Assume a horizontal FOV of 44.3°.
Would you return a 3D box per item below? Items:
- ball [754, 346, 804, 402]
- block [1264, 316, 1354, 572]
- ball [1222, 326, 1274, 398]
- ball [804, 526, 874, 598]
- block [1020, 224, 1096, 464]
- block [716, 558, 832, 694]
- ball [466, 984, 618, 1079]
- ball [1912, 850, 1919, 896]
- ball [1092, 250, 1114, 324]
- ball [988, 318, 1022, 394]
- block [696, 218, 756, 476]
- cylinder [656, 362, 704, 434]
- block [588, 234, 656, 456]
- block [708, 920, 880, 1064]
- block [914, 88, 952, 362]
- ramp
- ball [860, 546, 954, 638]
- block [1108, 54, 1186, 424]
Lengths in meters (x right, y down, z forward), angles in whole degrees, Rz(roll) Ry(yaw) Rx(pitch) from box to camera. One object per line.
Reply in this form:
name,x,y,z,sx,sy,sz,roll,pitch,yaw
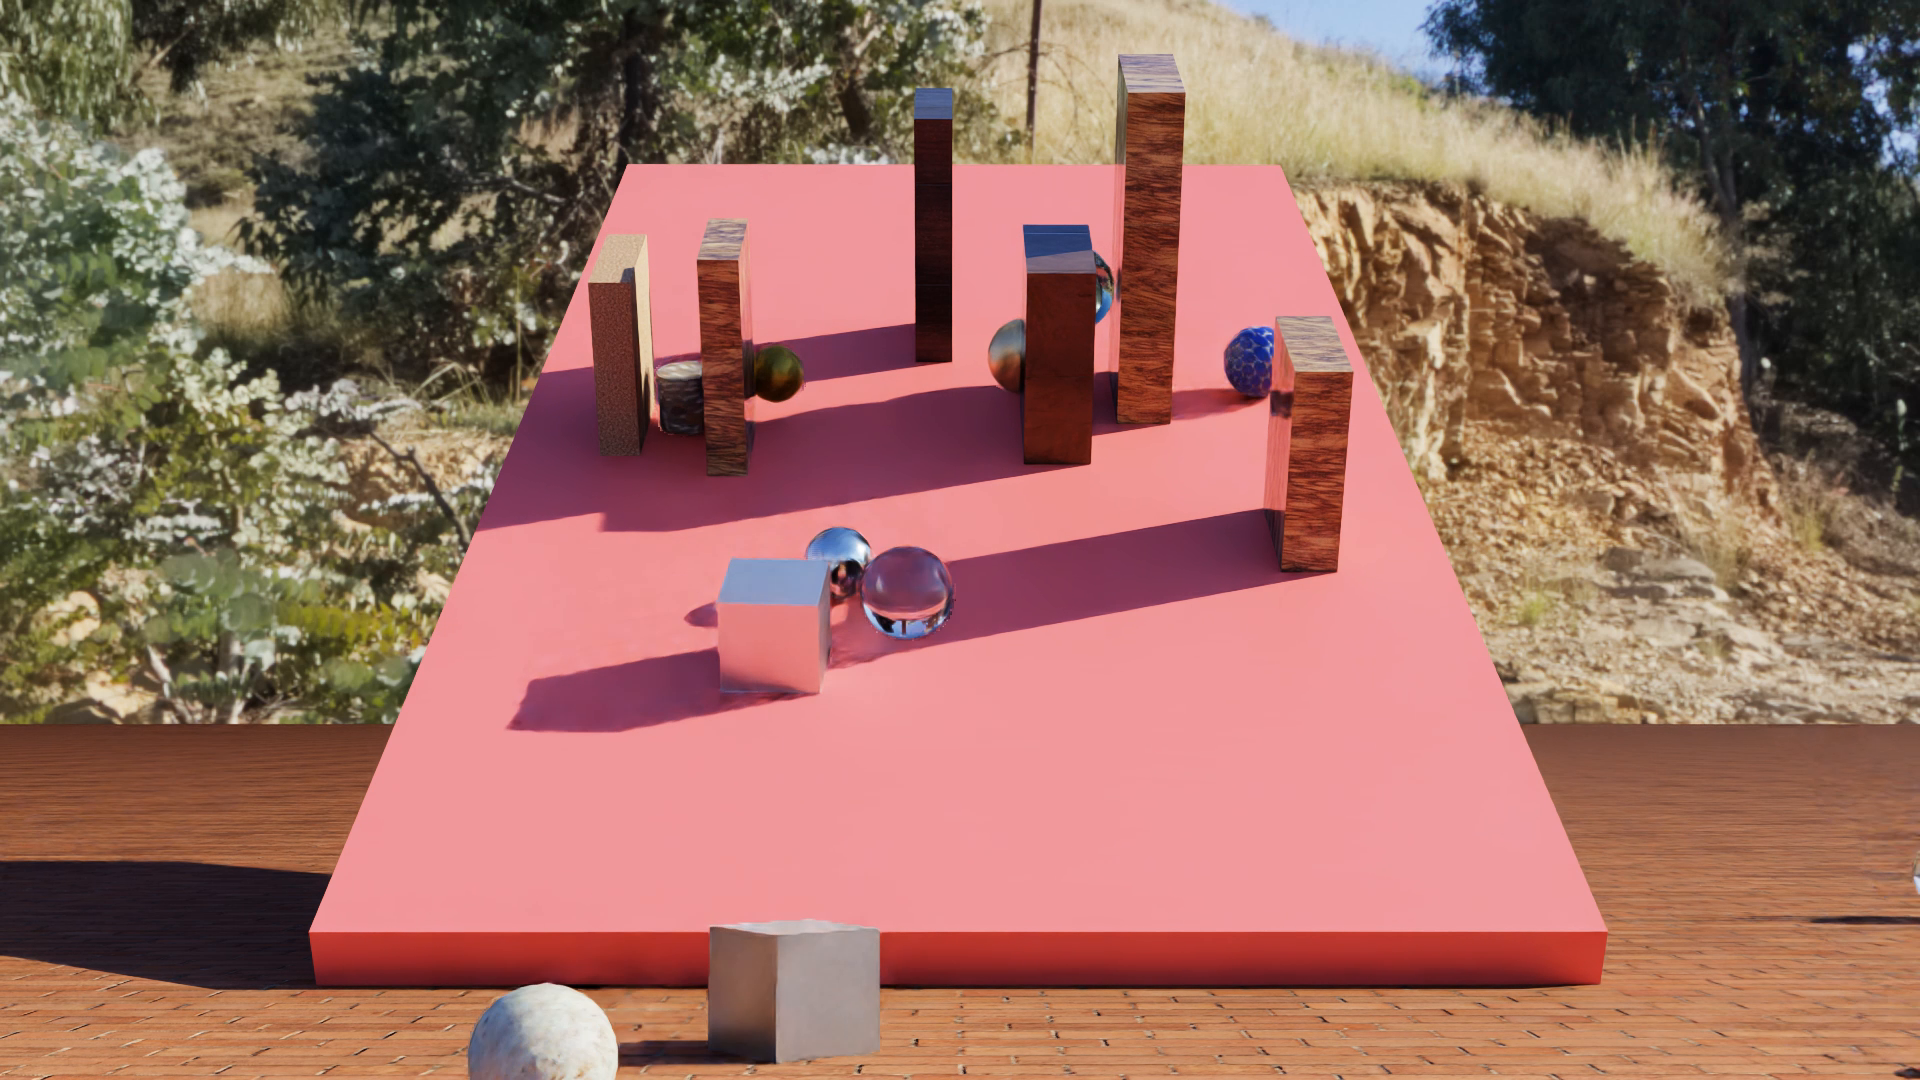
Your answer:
ball,-0.420,-0.380,5.383,0.131,0.131,0.131,0,-4,0
block,0.702,-0.197,4.776,0.113,0.434,0.304,0,26,0
ball,0.702,-0.420,5.537,0.167,0.167,0.167,0,-4,0
ball,-0.236,0.044,4.612,0.140,0.140,0.140,0,-4,0
block,0.215,-0.438,5.255,0.148,0.446,0.326,0,26,0
block,-0.339,0.157,4.332,0.182,0.182,0.182,2,26,3
ball,-0.417,0.519,2.358,0.149,0.149,0.149,0,-4,0
ball,2.059,0.688,4.843,0.187,0.187,0.187,0,-4,0
ball,0.257,-0.585,5.480,0.206,0.206,0.206,0,-4,0
ball,0.155,-0.431,5.541,0.182,0.182,0.182,0,-4,0
block,-0.508,-0.422,5.158,0.087,0.498,0.274,0,26,0
cylinder,-0.622,-0.325,5.369,0.130,0.130,0.130,-2,23,1
block,-0.757,-0.442,5.301,0.089,0.407,0.324,0,26,0
block,-0.208,0.561,2.946,0.153,0.153,0.153,3,-5,-38
block,-0.064,-0.767,5.743,0.090,0.607,0.271,0,26,0
ramp,-0.010,-0.229,5.447,2.000,0.100,4.000,0,26,0
ball,-0.101,0.099,4.459,0.177,0.177,0.177,0,-4,0
block,0.422,-0.687,5.389,0.124,0.775,0.327,0,26,0
